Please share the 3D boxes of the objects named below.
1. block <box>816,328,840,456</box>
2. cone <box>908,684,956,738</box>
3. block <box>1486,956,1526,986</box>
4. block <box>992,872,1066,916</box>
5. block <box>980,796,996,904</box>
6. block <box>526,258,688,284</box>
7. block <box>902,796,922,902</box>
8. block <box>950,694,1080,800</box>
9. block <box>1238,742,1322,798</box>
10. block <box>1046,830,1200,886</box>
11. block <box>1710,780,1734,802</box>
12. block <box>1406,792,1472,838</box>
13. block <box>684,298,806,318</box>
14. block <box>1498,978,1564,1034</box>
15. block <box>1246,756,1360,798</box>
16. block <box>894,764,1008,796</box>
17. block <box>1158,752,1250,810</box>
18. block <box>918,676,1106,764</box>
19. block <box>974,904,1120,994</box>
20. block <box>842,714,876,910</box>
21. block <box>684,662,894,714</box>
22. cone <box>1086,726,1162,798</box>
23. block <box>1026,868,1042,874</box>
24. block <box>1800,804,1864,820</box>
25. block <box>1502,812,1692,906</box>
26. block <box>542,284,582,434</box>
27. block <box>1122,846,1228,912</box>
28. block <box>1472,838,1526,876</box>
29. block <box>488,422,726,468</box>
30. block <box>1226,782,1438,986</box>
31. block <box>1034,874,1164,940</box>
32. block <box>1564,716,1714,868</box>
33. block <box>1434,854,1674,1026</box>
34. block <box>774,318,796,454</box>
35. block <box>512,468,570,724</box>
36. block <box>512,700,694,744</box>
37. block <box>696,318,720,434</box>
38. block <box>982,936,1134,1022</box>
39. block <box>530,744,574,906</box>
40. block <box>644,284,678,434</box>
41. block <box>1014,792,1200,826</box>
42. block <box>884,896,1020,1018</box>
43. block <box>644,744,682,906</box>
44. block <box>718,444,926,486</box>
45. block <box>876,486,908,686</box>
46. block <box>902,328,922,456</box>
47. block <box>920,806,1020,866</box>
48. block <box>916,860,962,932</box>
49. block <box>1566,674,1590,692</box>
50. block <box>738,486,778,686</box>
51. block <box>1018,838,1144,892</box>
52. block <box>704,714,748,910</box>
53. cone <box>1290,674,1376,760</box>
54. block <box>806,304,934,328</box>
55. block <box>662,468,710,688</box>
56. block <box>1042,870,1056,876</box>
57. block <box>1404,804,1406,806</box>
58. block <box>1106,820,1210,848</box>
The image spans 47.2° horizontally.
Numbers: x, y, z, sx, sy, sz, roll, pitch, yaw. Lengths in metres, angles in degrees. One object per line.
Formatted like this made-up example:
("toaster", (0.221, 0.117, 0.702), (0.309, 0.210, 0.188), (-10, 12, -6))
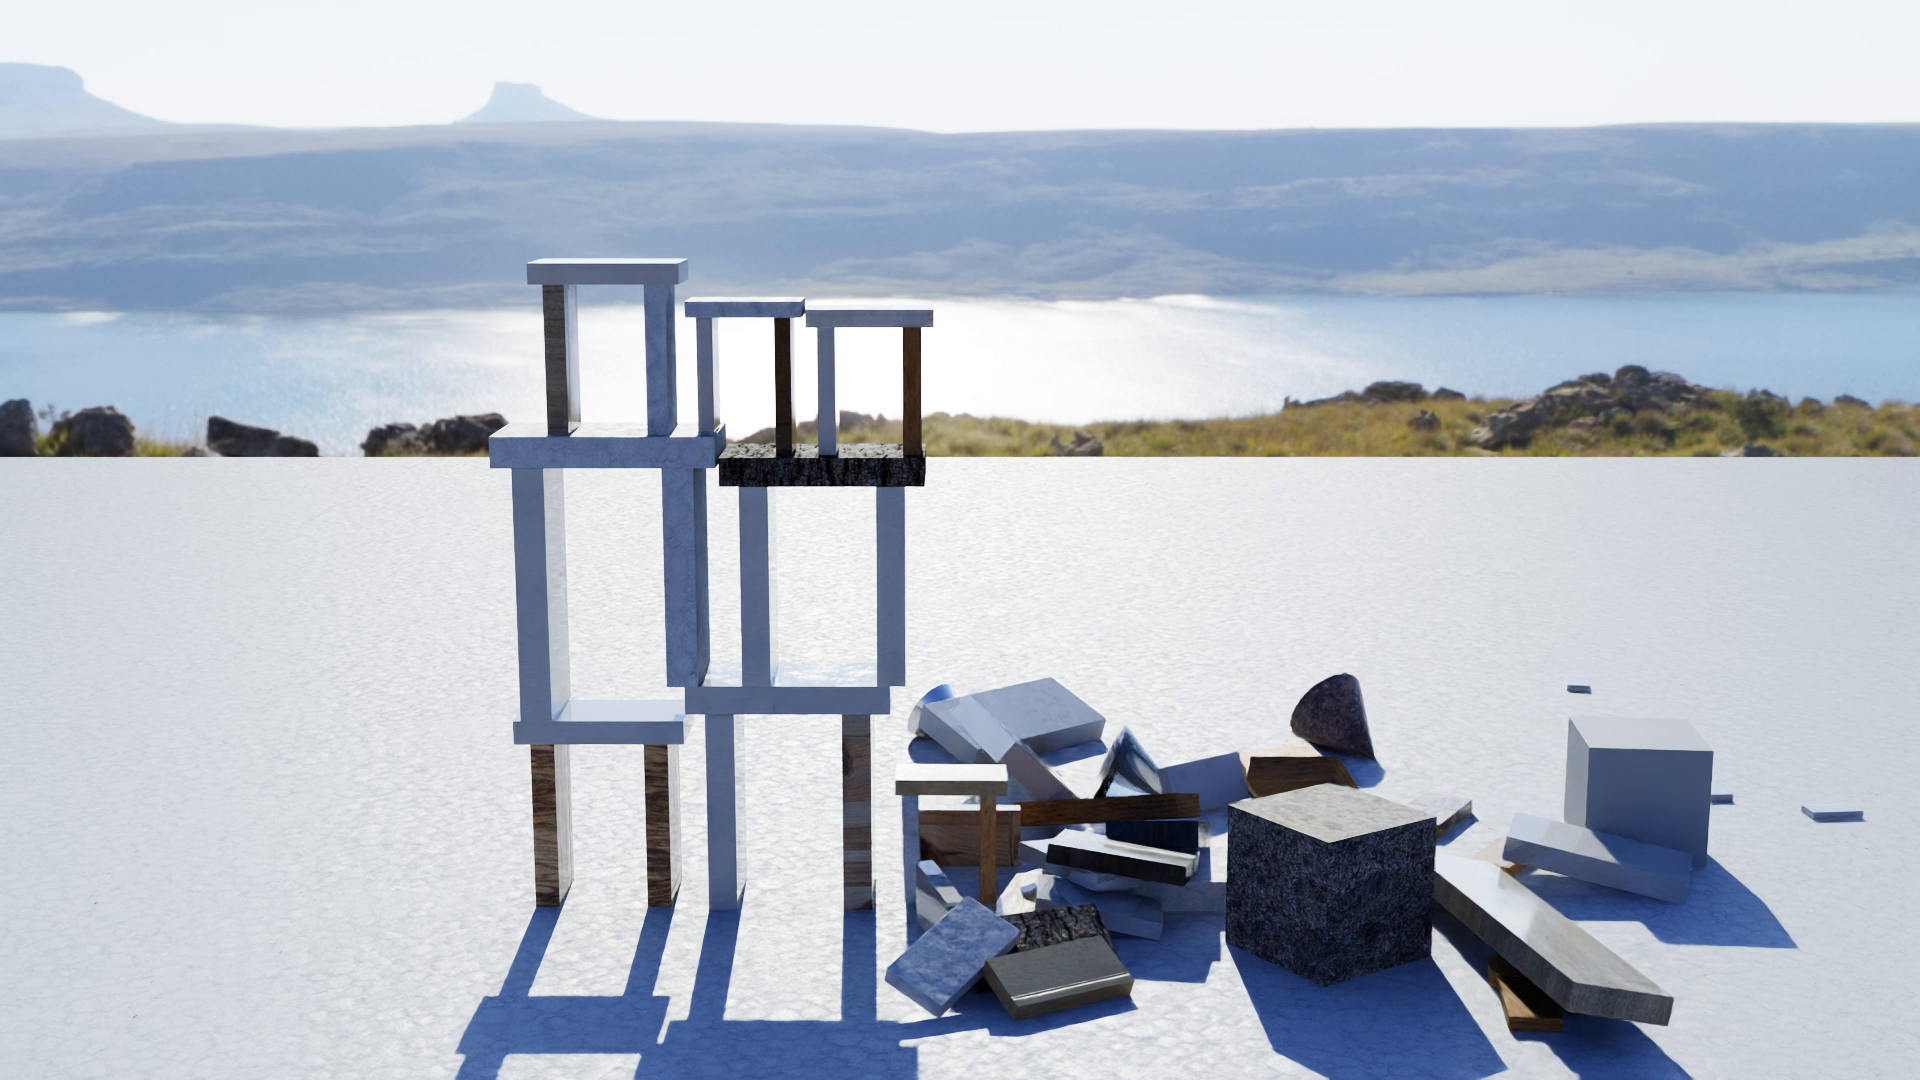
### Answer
("block", (-0.211, -0.243, 3.514), (0.029, 0.202, 0.101), (0, 11, 0))
("cone", (-0.016, 0.392, 4.572), (0.133, 0.133, 0.133), (-11, 42, -47))
("block", (0.866, 0.649, 3.288), (0.149, 0.021, 0.074), (2, 9, 9))
("block", (0.108, 0.604, 3.508), (0.113, 0.032, 0.333), (3, 11, 15))
("block", (0.046, 0.500, 3.653), (0.026, 0.184, 0.092), (0, 11, 0))
("block", (-0.556, -0.425, 3.480), (0.236, 0.033, 0.118), (0, 11, 0))
("block", (-0.080, 0.499, 3.652), (0.026, 0.184, 0.092), (-2, 11, 0))
("block", (0.105, 0.411, 4.195), (0.179, 0.051, 0.357), (42, -2, -17))
("block", (0.632, 0.456, 4.202), (0.152, 0.043, 0.304), (-8, 10, -4))
("block", (0.264, 0.512, 3.550), (0.226, 0.032, 0.113), (7, 7, 16))
("block", (1.434, 0.463, 4.318), (0.048, 0.014, 0.296), (-1, 11, -4))
("block", (0.869, 0.506, 4.050), (0.091, 0.026, 0.183), (6, 12, 31))
("block", (-0.340, -0.370, 3.493), (0.183, 0.026, 0.091), (0, 11, 0))
("block", (0.822, 0.671, 3.176), (0.074, 0.021, 0.148), (1, 11, 7))
("block", (0.606, 0.456, 3.687), (0.152, 0.043, 0.304), (-3, -35, 29))
("block", (-0.015, 0.396, 3.633), (0.184, 0.026, 0.092), (0, 11, 0))
("block", (0.457, 0.457, 4.124), (0.183, 0.091, 0.026), (-8, -9, -35))
("block", (0.110, 0.376, 4.533), (0.357, 0.051, 0.179), (-9, 33, -40))
("block", (0.115, 0.614, 3.313), (0.226, 0.032, 0.113), (-4, 41, -20))
("block", (-0.167, 0.427, 3.642), (0.047, 0.329, 0.165), (0, 11, 0))
("block", (-0.277, 0.243, 3.608), (0.329, 0.047, 0.165), (0, 11, 0))
("cone", (0.351, 0.466, 4.116), (0.179, 0.179, 0.179), (27, 12, 1))
("block", (0.143, 0.571, 3.735), (0.045, 0.013, 0.090), (10, 14, 42))
("block", (1.622, 0.505, 4.091), (0.096, 0.014, 0.048), (-1, 11, -6))
("block", (1.078, 0.536, 3.721), (0.299, 0.042, 0.149), (13, 14, 17))
("block", (-0.634, -0.293, 3.504), (0.033, 0.236, 0.118), (0, 11, 0))
("block", (0.433, 0.565, 3.668), (0.357, 0.051, 0.179), (0, 11, 1))
("block", (0.944, 0.552, 3.817), (0.074, 0.021, 0.149), (7, 13, 34))
("block", (-0.562, -0.153, 3.536), (0.354, 0.050, 0.177), (0, 11, 0))
("block", (0.571, 0.526, 3.400), (0.224, 0.224, 0.224), (-7, 13, -33))
("block", (0.220, 0.584, 3.503), (0.203, 0.029, 0.101), (12, 13, 1))
("block", (1.197, 0.442, 3.894), (0.208, 0.208, 0.208), (1, 11, 6))
("block", (0.863, 0.593, 3.353), (0.149, 0.042, 0.676), (10, 6, -9))
("block", (-0.279, -0.250, 3.515), (0.026, 0.217, 0.091), (0, 11, 0))
("block", (-0.680, 0.076, 3.578), (0.050, 0.415, 0.177), (0, 11, 0))
("block", (-0.584, 0.299, 3.620), (0.275, 0.039, 0.138), (0, 11, 0))
("block", (-0.402, -0.267, 3.513), (0.026, 0.183, 0.091), (0, 11, 0))
("block", (0.144, 0.640, 3.219), (0.200, 0.028, 0.100), (-6, 36, -29))
("block", (-0.676, 0.454, 3.649), (0.039, 0.275, 0.138), (0, 11, 0))
("block", (-0.476, -0.293, 3.505), (0.033, 0.236, 0.118), (0, 11, 0))
("block", (0.262, 0.480, 3.908), (0.299, 0.042, 0.149), (-6, -9, 20))
("block", (-0.010, 0.610, 3.231), (0.100, 0.028, 0.200), (31, 41, 23))
("block", (-0.492, 0.454, 3.649), (0.039, 0.275, 0.138), (0, 11, 0))
("block", (-0.218, -0.121, 3.538), (0.324, 0.046, 0.162), (0, 11, 0))
("block", (-0.110, 0.061, 3.572), (0.046, 0.324, 0.162), (0, 11, 0))
("block", (-0.076, -0.243, 3.515), (0.029, 0.202, 0.101), (0, 11, 0))
("block", (0.003, 0.512, 3.810), (0.203, 0.101, 0.029), (0, 11, 0))
("block", (-0.031, 0.581, 3.441), (0.028, 0.100, 0.200), (-4, 11, -14))
("block", (1.414, 0.328, 5.041), (0.048, 0.014, 0.096), (2, 11, 13))
("block", (-0.326, 0.061, 3.573), (0.046, 0.324, 0.162), (0, 11, 0))
("block", (0.197, 0.530, 3.601), (0.101, 0.029, 0.203), (1, 8, -37))
("block", (-0.387, 0.427, 3.642), (0.047, 0.329, 0.165), (0, 11, 0))
("cone", (0.799, 0.396, 4.501), (0.175, 0.175, 0.175), (-6, 39, -31))
("block", (-0.143, -0.356, 3.495), (0.202, 0.029, 0.101), (0, 11, -1))
("block", (-0.444, 0.045, 3.573), (0.050, 0.354, 0.177), (0, 11, 0))
("block", (0.188, 0.562, 3.715), (0.090, 0.013, 0.045), (4, 11, 18))
("block", (0.739, 0.513, 4.014), (0.091, 0.026, 0.183), (6, 12, 30))
("block", (0.341, 0.502, 3.757), (0.152, 0.043, 0.304), (-1, -8, 10))
